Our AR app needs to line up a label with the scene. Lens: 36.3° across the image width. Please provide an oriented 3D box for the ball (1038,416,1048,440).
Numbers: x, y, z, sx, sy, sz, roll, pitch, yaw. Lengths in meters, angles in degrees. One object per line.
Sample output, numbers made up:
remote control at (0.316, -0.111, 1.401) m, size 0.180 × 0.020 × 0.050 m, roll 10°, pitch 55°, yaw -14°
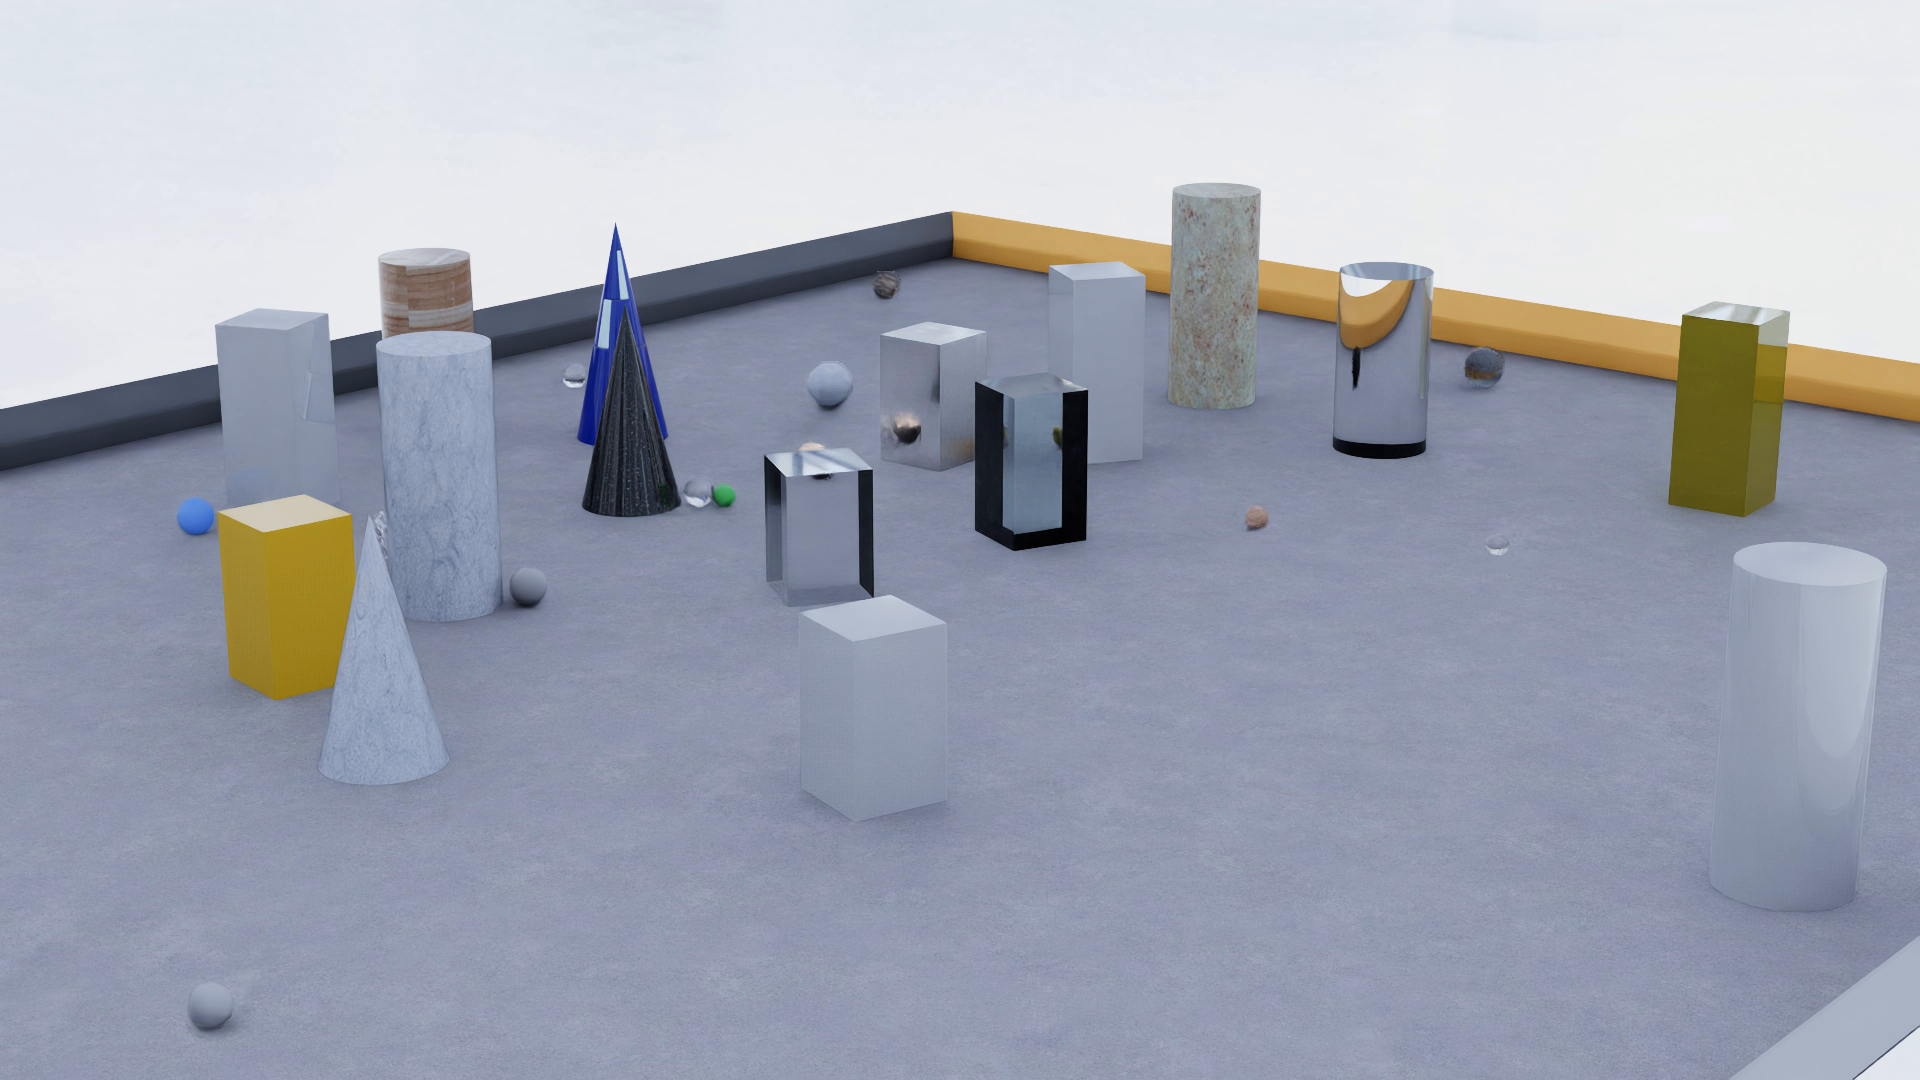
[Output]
ball at (0.189, -0.234, 6.131) m, size 0.050 × 0.050 × 0.050 m, roll 0°, pitch 17°, yaw 0°

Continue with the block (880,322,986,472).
block at (-0.054, -0.293, 5.959) m, size 0.153 × 0.262 × 0.153 m, roll 13°, pitch 21°, yaw 36°

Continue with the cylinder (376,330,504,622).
cylinder at (-0.887, -0.110, 5.009) m, size 0.192 × 0.462 × 0.192 m, roll 0°, pitch 17°, yaw 0°

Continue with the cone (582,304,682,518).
cone at (-0.636, -0.260, 5.621) m, size 0.192 × 0.396 × 0.192 m, roll 0°, pitch 17°, yaw 0°

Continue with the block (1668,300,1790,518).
block at (1.477, -0.253, 5.633) m, size 0.153 × 0.375 × 0.153 m, roll 12°, pitch 21°, yaw 35°

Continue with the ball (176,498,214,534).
ball at (-1.428, -0.046, 5.475) m, size 0.069 × 0.069 × 0.069 m, roll 0°, pitch 17°, yaw 0°

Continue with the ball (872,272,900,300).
ball at (-0.188, -0.648, 7.471) m, size 0.068 × 0.068 × 0.068 m, roll 0°, pitch 17°, yaw 0°

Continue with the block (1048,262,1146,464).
block at (0.277, -0.362, 5.983) m, size 0.153 × 0.381 × 0.153 m, roll -5°, pitch 17°, yaw -16°

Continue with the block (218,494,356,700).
block at (-1.067, 0.089, 4.671) m, size 0.153 × 0.276 × 0.153 m, roll -14°, pitch 22°, yaw -38°

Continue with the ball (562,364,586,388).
ball at (-0.863, -0.366, 6.565) m, size 0.053 × 0.053 × 0.053 m, roll 0°, pitch 17°, yaw 0°

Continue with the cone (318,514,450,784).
cone at (-0.856, 0.145, 4.301) m, size 0.192 × 0.383 × 0.192 m, roll 0°, pitch 17°, yaw 0°

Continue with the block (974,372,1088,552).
block at (0.131, -0.147, 5.431) m, size 0.153 × 0.287 × 0.153 m, roll -9°, pitch 19°, yaw -26°

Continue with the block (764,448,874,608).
block at (-0.246, -0.024, 5.117) m, size 0.153 × 0.234 × 0.153 m, roll -5°, pitch 18°, yaw -17°

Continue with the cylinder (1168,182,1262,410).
cylinder at (0.556, -0.535, 6.411) m, size 0.192 × 0.464 × 0.192 m, roll 0°, pitch 17°, yaw 0°

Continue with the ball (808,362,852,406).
ball at (-0.285, -0.339, 6.401) m, size 0.096 × 0.096 × 0.096 m, roll 0°, pitch 17°, yaw 0°

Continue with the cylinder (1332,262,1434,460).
cylinder at (0.869, -0.371, 6.028) m, size 0.192 × 0.371 × 0.192 m, roll 0°, pitch 17°, yaw 0°

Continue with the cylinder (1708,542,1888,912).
cylinder at (1.100, 0.244, 3.860) m, size 0.192 × 0.447 × 0.192 m, roll 0°, pitch 17°, yaw 0°

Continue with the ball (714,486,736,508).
ball at (-0.453, -0.085, 5.650) m, size 0.042 × 0.042 × 0.042 m, roll 0°, pitch 17°, yaw 0°

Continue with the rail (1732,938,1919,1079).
rail at (1.479, 0.402, 3.891) m, size 0.045 × 0.125 × 4.501 m, roll 14°, pitch 22°, yaw 39°

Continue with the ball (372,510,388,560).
ball at (-1.033, -0.010, 5.319) m, size 0.090 × 0.090 × 0.090 m, roll 0°, pitch 17°, yaw 0°

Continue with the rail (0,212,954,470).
rail at (-1.479, -0.340, 6.350) m, size 0.045 × 0.125 × 4.501 m, roll 14°, pitch 22°, yaw 39°

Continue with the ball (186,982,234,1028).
ball at (-0.896, 0.556, 3.506) m, size 0.054 × 0.054 × 0.054 m, roll 0°, pitch 17°, yaw 0°

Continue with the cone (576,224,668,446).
cone at (-0.709, -0.438, 6.103) m, size 0.192 × 0.458 × 0.192 m, roll 0°, pitch 17°, yaw 0°

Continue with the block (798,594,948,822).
block at (-0.124, 0.238, 4.191) m, size 0.153 × 0.268 × 0.153 m, roll -10°, pitch 20°, yaw -31°

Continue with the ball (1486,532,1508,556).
ball at (0.980, 0.007, 5.347) m, size 0.042 × 0.042 × 0.042 m, roll 0°, pitch 17°, yaw 0°

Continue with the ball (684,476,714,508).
ball at (-0.502, -0.092, 5.649) m, size 0.058 × 0.058 × 0.058 m, roll 0°, pitch 17°, yaw 0°

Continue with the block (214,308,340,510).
block at (-1.301, -0.241, 5.599) m, size 0.153 × 0.371 × 0.153 m, roll 5°, pitch 18°, yaw 17°

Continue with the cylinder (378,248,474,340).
cylinder at (-1.118, -0.414, 6.173) m, size 0.192 × 0.371 × 0.192 m, roll 0°, pitch 17°, yaw 0°

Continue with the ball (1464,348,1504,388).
ball at (1.174, -0.385, 6.564) m, size 0.088 × 0.088 × 0.088 m, roll 0°, pitch 17°, yaw 0°

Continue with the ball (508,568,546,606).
ball at (-0.747, 0.080, 5.066) m, size 0.064 × 0.064 × 0.064 m, roll 0°, pitch 17°, yaw 0°

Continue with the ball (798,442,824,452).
ball at (-0.297, -0.167, 5.892) m, size 0.060 × 0.060 × 0.060 m, roll 0°, pitch 17°, yaw 0°

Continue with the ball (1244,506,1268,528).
ball at (0.557, -0.043, 5.509) m, size 0.043 × 0.043 × 0.043 m, roll 0°, pitch 17°, yaw 0°

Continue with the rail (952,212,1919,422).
rail at (1.460, -0.455, 6.730) m, size 3.965 × 0.125 × 0.045 m, roll 14°, pitch 22°, yaw 39°
